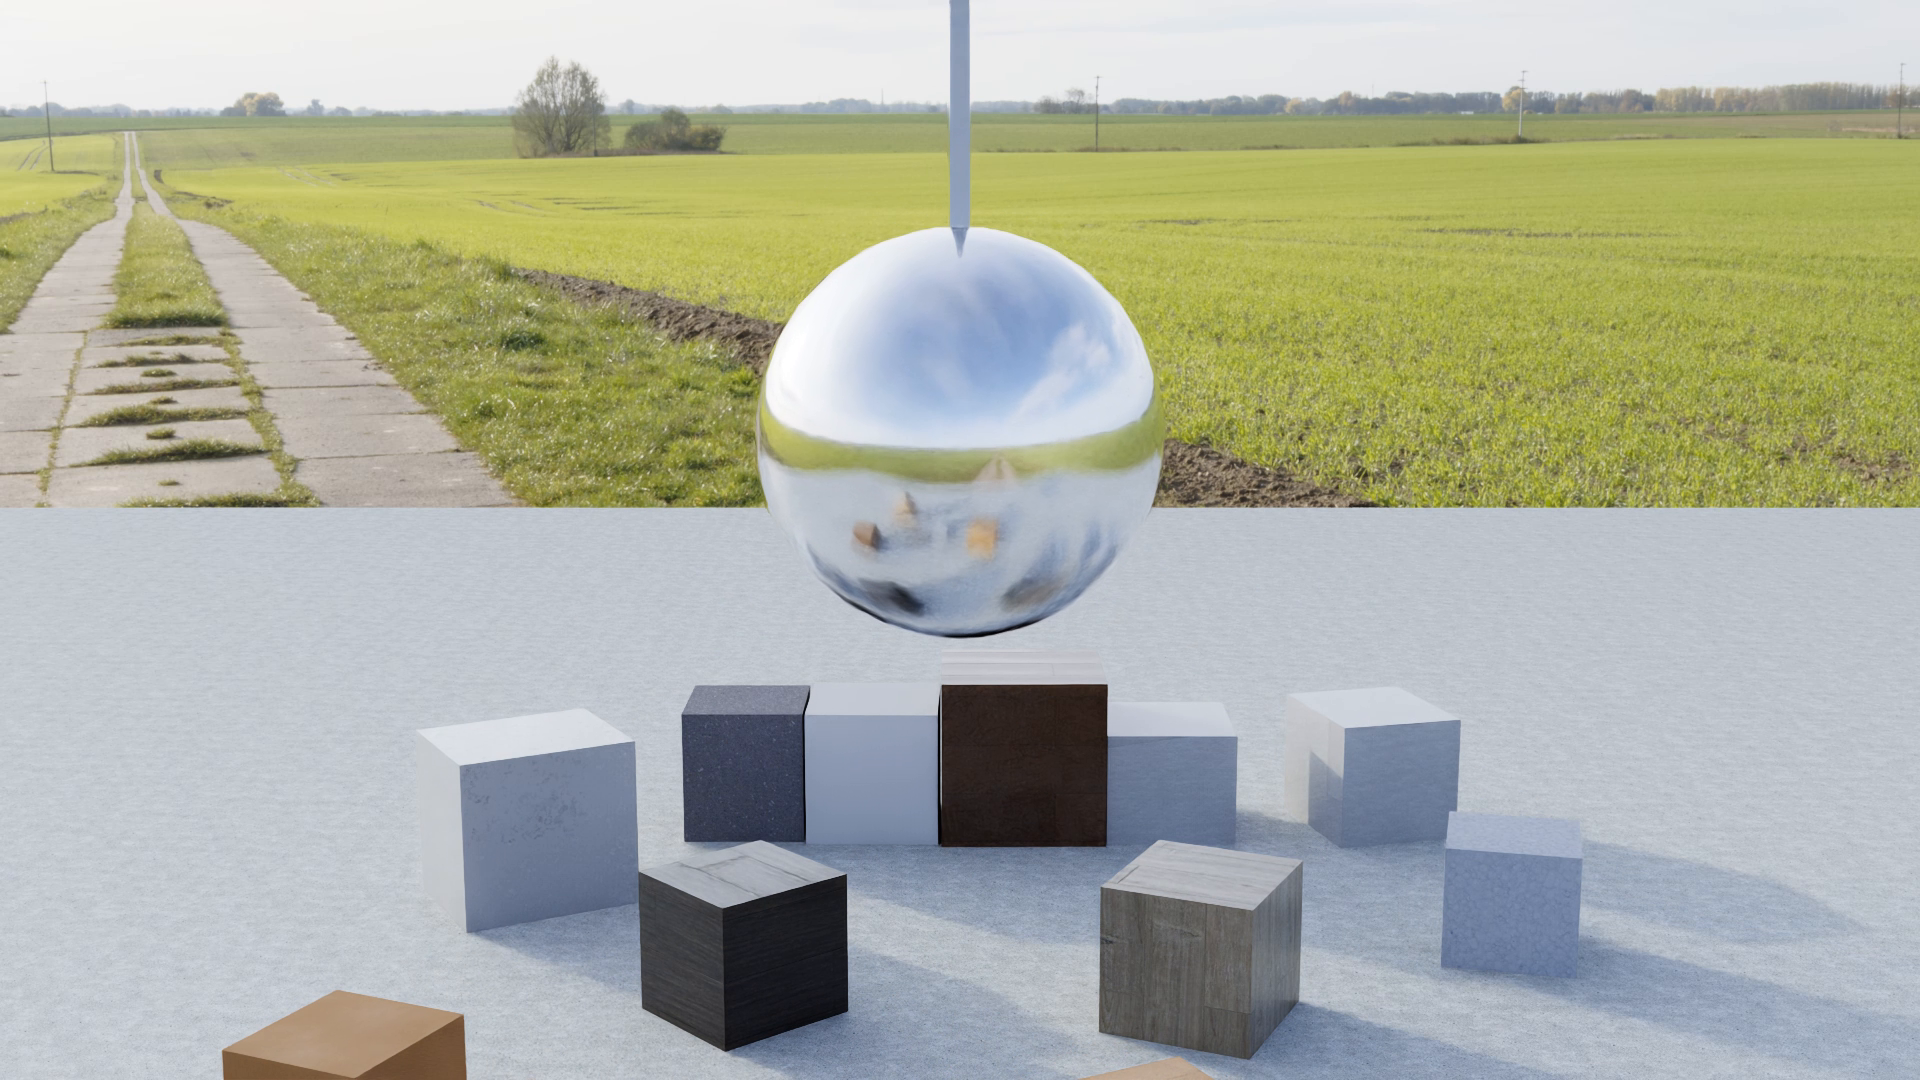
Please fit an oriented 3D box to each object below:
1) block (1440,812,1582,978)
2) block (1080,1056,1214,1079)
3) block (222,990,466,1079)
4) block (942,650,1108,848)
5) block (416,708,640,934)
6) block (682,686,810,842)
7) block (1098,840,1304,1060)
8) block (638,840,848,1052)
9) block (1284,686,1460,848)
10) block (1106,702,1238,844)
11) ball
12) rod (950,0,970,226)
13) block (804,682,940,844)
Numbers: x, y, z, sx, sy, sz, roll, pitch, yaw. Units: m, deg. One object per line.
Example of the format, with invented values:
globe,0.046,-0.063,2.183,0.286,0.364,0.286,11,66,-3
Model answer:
block,2.407,1.540,9.605,0.563,0.533,0.543,3,11,14
block,0.563,2.027,6.600,0.618,0.651,0.615,-5,12,-27
block,-2.126,1.930,7.646,0.560,0.467,0.590,5,11,24
block,0.318,1.062,11.369,0.827,0.842,0.764,0,10,-1
block,-2.022,1.291,10.285,0.825,0.779,0.683,-6,12,-29
block,-1.094,1.149,11.380,0.607,0.667,0.595,0,10,0
block,0.978,1.636,8.875,0.626,0.607,0.658,5,11,25
block,-0.880,1.633,8.943,0.614,0.587,0.585,-9,14,-41
block,2.127,1.166,11.411,0.637,0.623,0.717,-3,11,-15
block,1.064,1.199,11.388,0.651,0.565,0.682,0,10,0
ball,0.000,-0.417,8.590,1.600,1.600,1.600,0,10,0
rod,0.000,-3.716,9.415,0.080,5.200,0.080,0,-14,0
block,-0.440,1.147,11.375,0.666,0.674,0.663,0,10,1
